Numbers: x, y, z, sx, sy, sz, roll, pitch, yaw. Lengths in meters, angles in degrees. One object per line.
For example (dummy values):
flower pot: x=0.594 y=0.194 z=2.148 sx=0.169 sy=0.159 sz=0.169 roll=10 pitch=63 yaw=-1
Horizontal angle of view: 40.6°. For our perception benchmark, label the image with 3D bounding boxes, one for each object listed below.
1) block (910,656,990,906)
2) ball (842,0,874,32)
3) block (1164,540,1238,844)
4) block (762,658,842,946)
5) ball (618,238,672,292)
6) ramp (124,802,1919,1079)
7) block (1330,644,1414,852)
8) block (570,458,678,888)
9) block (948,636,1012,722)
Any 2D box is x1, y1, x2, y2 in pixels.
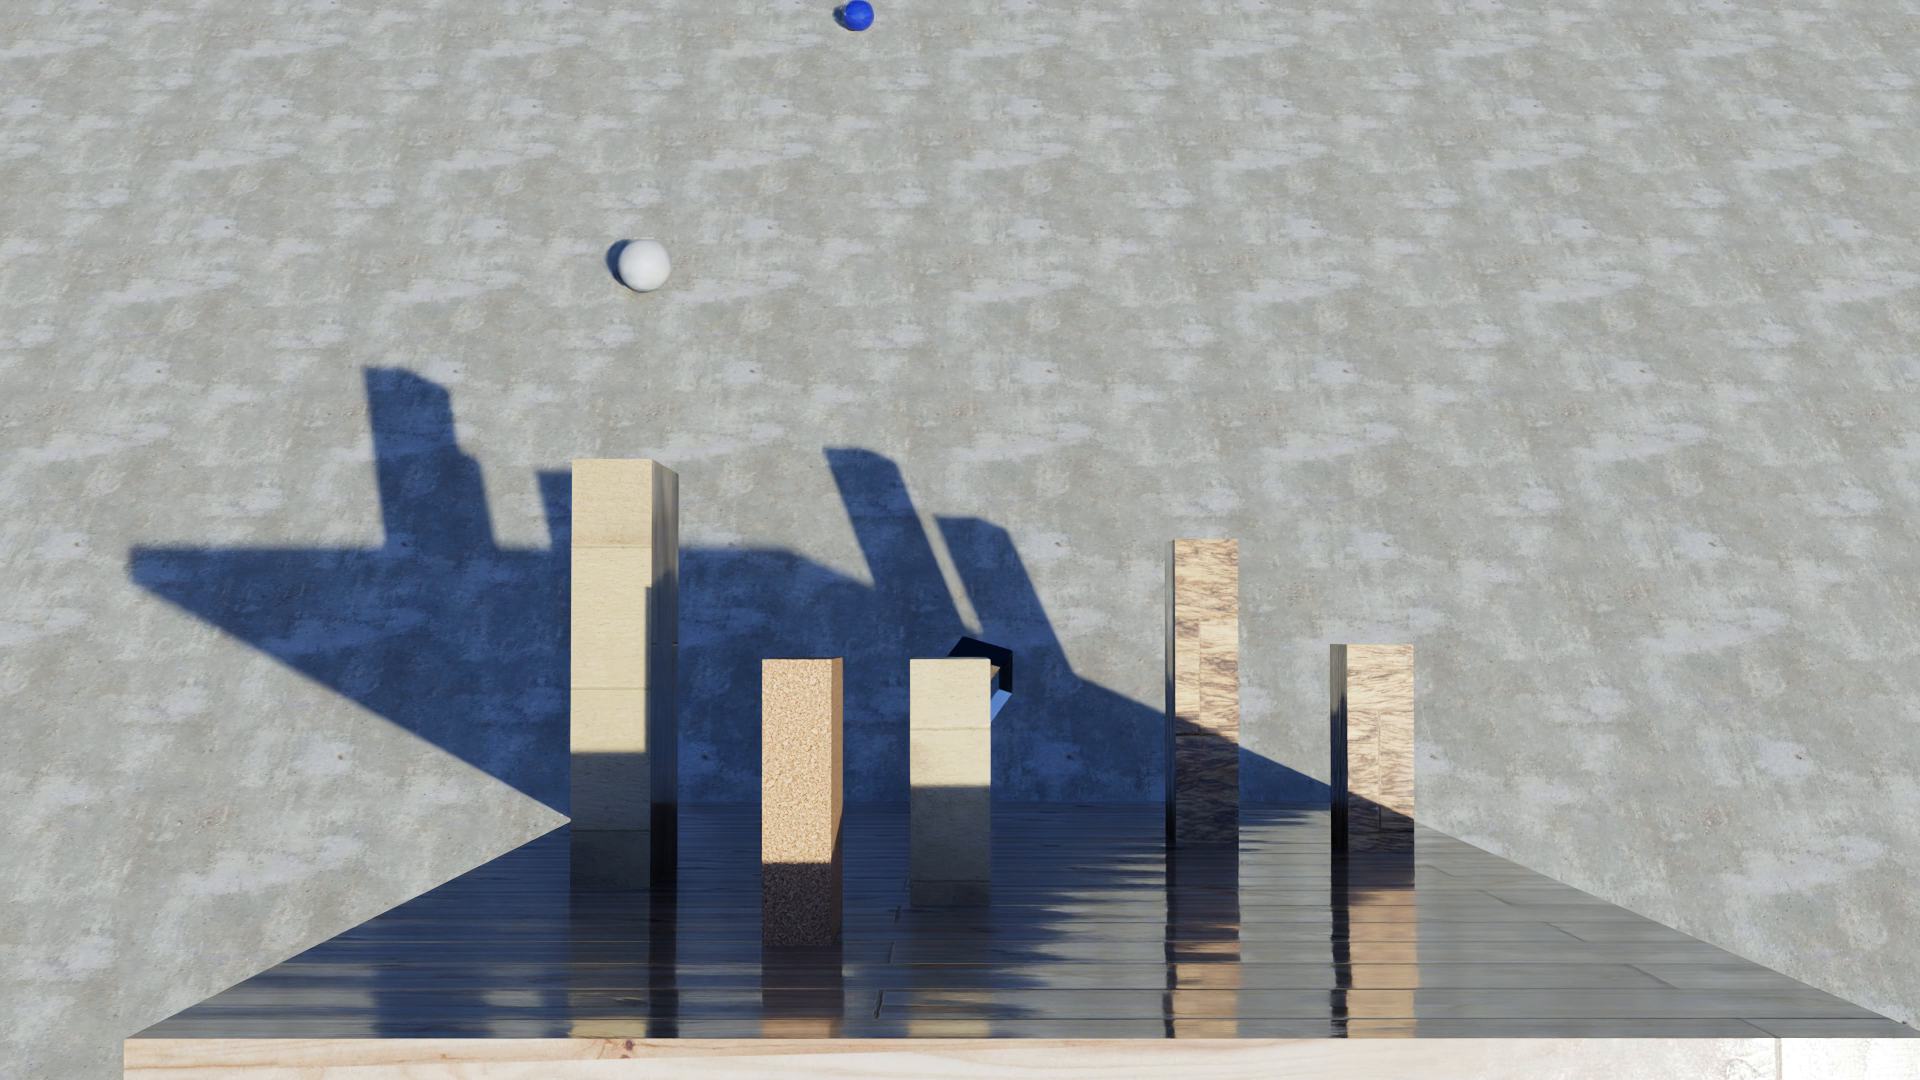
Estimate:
block: x=-0.016 y=0.406 z=4.484 sx=0.132 sy=0.403 sz=0.423 roll=0 pitch=-2 yaw=0
ball: x=-0.427 y=-2.207 z=10.930 sx=0.134 sy=0.134 sz=0.134 roll=0 pitch=36 yaw=0
block: x=0.525 y=0.326 z=5.667 sx=0.134 sy=0.646 sz=0.274 roll=0 pitch=-2 yaw=0
block: x=-0.234 y=0.382 z=3.903 sx=0.099 sy=0.409 sz=0.365 roll=0 pitch=-2 yaw=0
ball: x=-1.111 y=-0.967 z=9.153 sx=0.188 sy=0.188 sz=0.188 roll=0 pitch=36 yaw=0
ramp: x=0.078 y=0.671 z=4.861 sx=2.000 sy=0.100 sz=4.000 roll=0 pitch=-2 yaw=0
block: x=0.859 y=0.429 z=5.432 sx=0.135 sy=0.422 sz=0.249 roll=0 pitch=-2 yaw=0
block: x=-0.615 y=0.241 z=4.799 sx=0.141 sy=0.754 sz=0.440 roll=0 pitch=-2 yaw=0
block: x=0.045 y=0.393 z=7.283 sx=0.154 sy=0.154 sz=0.154 roll=15 pitch=38 yaw=20
